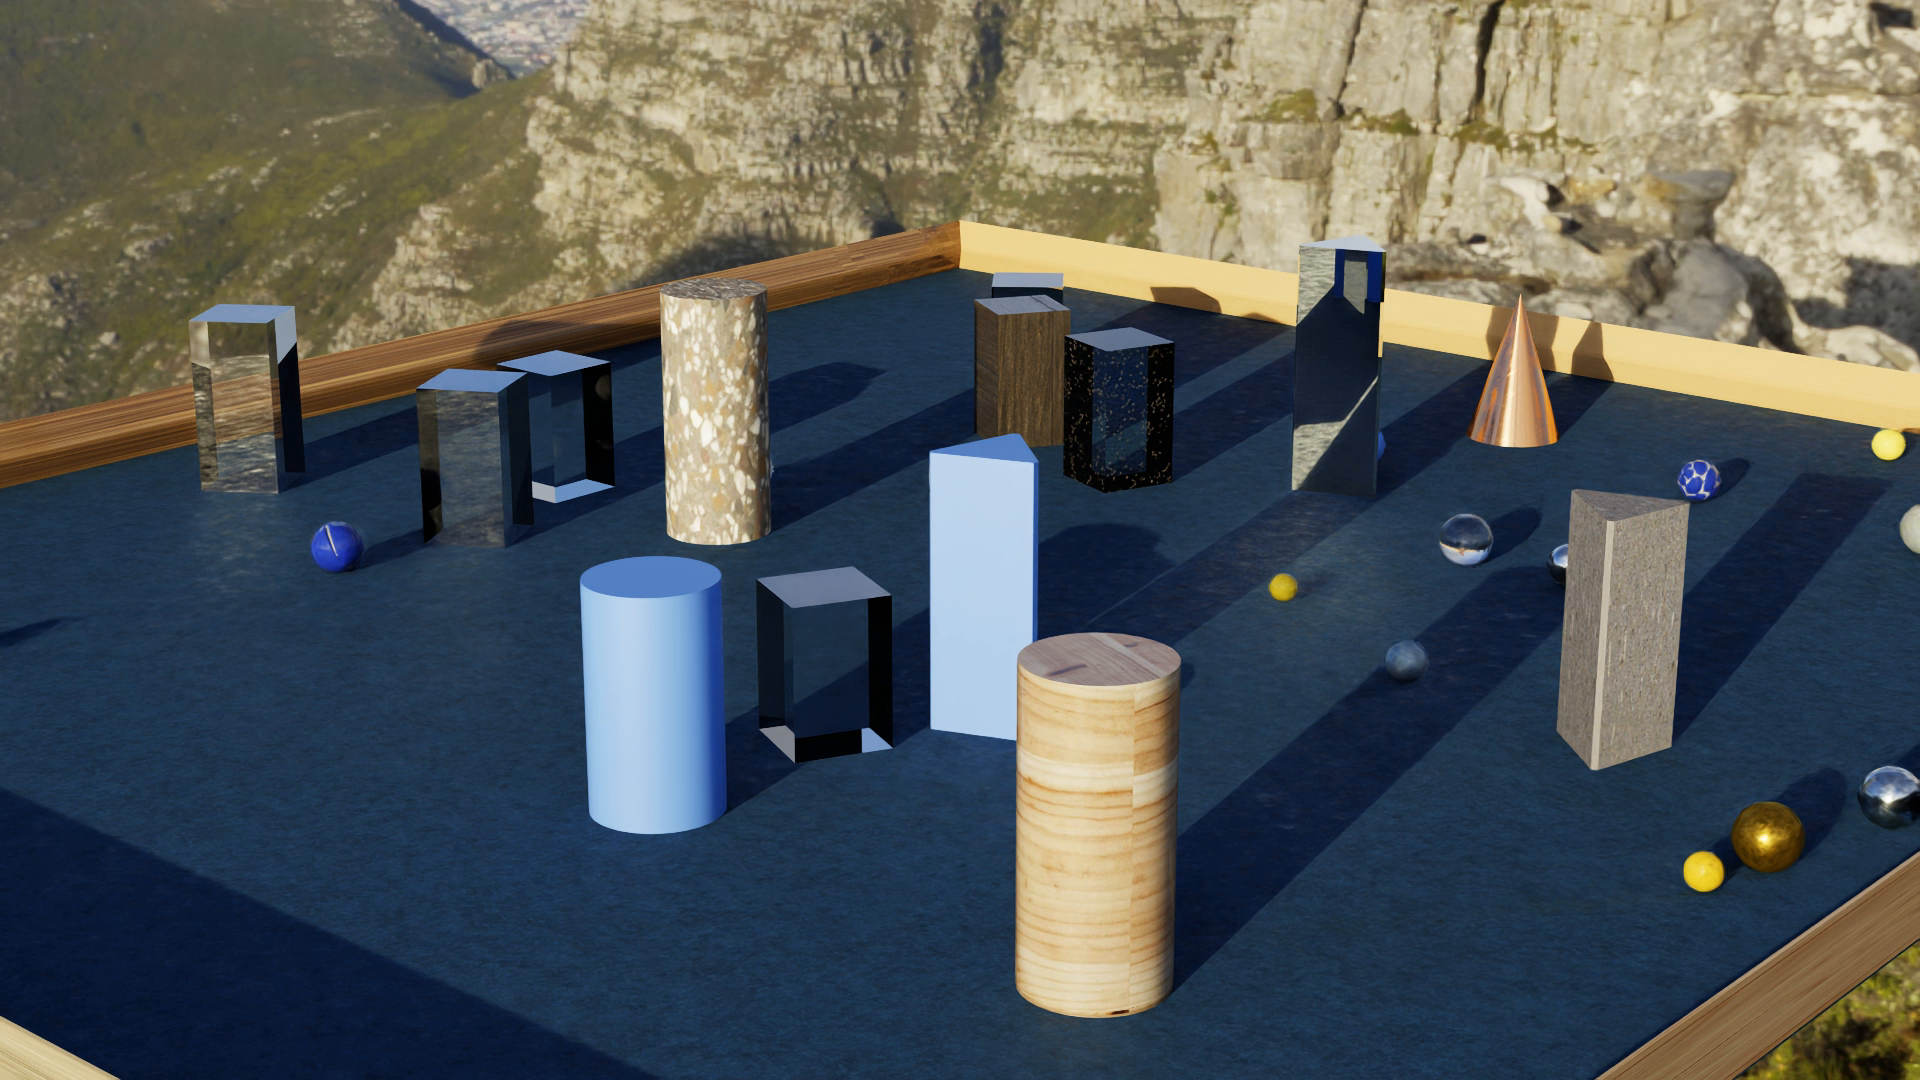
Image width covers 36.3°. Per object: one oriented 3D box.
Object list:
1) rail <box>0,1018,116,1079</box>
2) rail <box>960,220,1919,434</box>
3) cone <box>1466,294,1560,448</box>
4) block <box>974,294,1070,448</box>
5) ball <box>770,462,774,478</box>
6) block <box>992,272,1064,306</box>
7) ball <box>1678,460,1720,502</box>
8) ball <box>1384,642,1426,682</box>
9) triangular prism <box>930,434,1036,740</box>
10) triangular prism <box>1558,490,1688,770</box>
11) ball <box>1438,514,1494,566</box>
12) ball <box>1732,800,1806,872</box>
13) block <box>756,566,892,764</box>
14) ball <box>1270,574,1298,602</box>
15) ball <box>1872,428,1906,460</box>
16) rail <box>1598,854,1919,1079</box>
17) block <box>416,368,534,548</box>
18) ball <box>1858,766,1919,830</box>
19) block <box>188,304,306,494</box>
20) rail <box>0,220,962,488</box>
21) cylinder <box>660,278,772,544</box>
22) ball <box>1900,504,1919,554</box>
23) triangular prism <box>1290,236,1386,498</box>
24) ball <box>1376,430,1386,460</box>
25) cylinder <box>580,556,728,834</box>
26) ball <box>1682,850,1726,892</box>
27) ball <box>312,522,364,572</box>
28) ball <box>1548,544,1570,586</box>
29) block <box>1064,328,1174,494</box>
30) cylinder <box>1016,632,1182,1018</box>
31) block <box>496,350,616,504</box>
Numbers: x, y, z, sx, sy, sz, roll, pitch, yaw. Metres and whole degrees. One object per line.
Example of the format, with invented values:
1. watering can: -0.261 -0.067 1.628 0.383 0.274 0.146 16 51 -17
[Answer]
1. rail: -1.400 0.497 3.576 3.754 0.128 0.045 14 22 39
2. rail: 1.400 -0.434 6.664 3.754 0.128 0.045 14 22 39
3. cone: 1.166 -0.367 6.140 0.196 0.305 0.196 0 17 0
4. block: 0.129 -0.351 6.122 0.157 0.285 0.157 -5 18 -17
5. ball: -0.403 -0.139 5.795 0.066 0.066 0.066 0 17 0
6. block: 0.153 -0.470 6.600 0.157 0.236 0.157 1 17 3
7. ball: 1.436 -0.115 5.693 0.081 0.081 0.081 0 17 0
8. ball: 0.713 0.195 4.688 0.066 0.066 0.066 0 17 0
9. triangular prism: 0.060 0.067 4.469 0.170 0.438 0.147 6 18 20
10. triangular prism: 0.960 0.125 4.375 0.170 0.382 0.147 -12 21 -35
11. ball: 0.912 0.000 5.284 0.096 0.096 0.096 0 17 0
12. ball: 1.091 0.400 3.956 0.097 0.097 0.097 0 17 0
13. block: -0.204 0.186 4.415 0.157 0.242 0.157 -7 18 -22
14. ball: 0.563 0.083 5.091 0.049 0.049 0.049 0 17 0
15. ball: 1.894 -0.194 5.982 0.065 0.065 0.065 0 17 0
16. rail: 1.399 0.383 3.957 0.045 0.128 4.319 14 22 39
17. block: -0.898 -0.152 5.443 0.157 0.296 0.157 3 17 11
18. ball: 1.303 0.360 4.102 0.089 0.089 0.089 0 17 0
19. block: -1.405 -0.280 5.786 0.157 0.342 0.157 2 17 7
20. rail: -1.399 -0.319 6.283 0.045 0.128 4.319 14 22 39
21. cylinder: -0.453 -0.240 5.448 0.196 0.461 0.196 0 17 0
22. ball: 1.765 -0.020 5.347 0.098 0.098 0.098 0 17 0
23. triangular prism: 0.759 -0.345 5.751 0.170 0.487 0.147 7 18 22
24. ball: 0.823 -0.193 5.954 0.080 0.080 0.080 0 17 0
25. cylinder: -0.431 0.217 4.134 0.196 0.345 0.196 0 17 0
26. ball: 0.988 0.440 3.895 0.055 0.055 0.055 0 17 0
27. ball: -1.115 0.013 5.251 0.091 0.091 0.091 0 17 0
28. ball: 1.076 0.044 5.177 0.074 0.074 0.074 0 17 0
29. block: 0.314 -0.259 5.816 0.157 0.286 0.157 -9 19 -28
30. cylinder: 0.166 0.345 3.571 0.196 0.424 0.196 0 17 0
31. block: -0.793 -0.224 5.756 0.157 0.253 0.157 14 22 38
